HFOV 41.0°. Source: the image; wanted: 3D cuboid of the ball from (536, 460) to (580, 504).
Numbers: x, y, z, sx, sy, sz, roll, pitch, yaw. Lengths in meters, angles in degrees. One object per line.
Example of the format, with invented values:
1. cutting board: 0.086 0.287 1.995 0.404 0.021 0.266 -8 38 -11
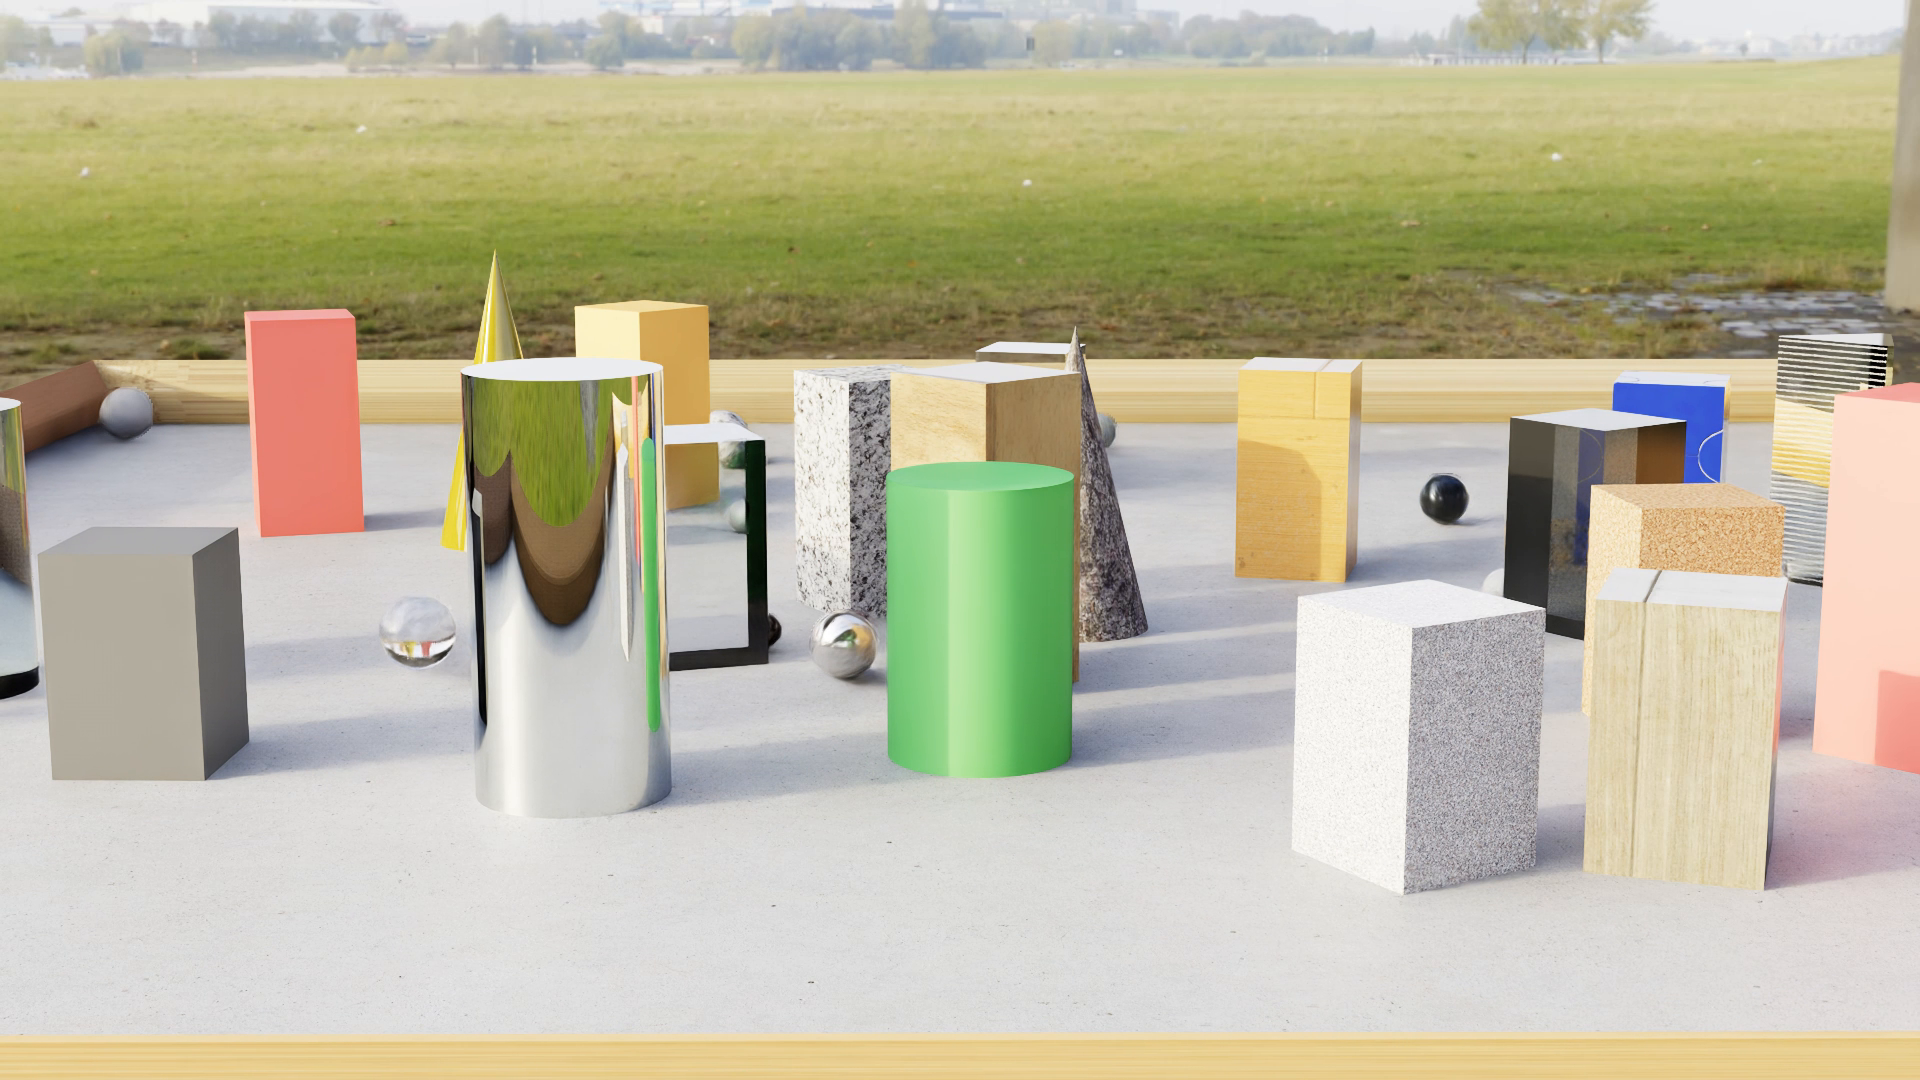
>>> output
1. ball: -0.674 -0.097 4.310 0.073 0.073 0.073 0 10 0

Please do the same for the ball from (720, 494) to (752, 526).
1. ball: -0.359 -0.048 4.099 0.053 0.053 0.053 0 10 0

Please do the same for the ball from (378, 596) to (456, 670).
1. ball: -0.660 0.113 3.123 0.092 0.092 0.092 0 10 0

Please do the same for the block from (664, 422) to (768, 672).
1. block: -0.336 0.007 3.183 0.158 0.279 0.158 -4 11 -19

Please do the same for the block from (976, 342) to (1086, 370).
1. block: 0.124 -0.214 4.473 0.158 0.243 0.158 3 11 15

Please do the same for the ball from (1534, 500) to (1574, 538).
1. ball: 0.925 -0.033 3.994 0.062 0.062 0.062 0 10 0

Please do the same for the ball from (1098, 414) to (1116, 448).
1. ball: 0.262 -0.207 4.907 0.072 0.072 0.072 0 10 0

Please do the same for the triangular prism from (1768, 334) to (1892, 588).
1. triangular prism: 1.270 -0.114 3.646 0.148 0.348 0.171 -9 14 -41

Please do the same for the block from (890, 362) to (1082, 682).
1. block: 0.031 -0.014 3.039 0.158 0.372 0.158 -10 14 -43

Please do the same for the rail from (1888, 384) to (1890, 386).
1. rail: 1.746 0.031 3.459 0.045 0.128 3.733 0 10 0

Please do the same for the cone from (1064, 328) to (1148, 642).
1. cone: 0.149 -0.081 3.337 0.198 0.396 0.198 0 10 0

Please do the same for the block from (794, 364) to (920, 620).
1. block: -0.117 -0.067 3.472 0.158 0.319 0.158 -6 12 -30

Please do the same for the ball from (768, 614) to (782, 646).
1. ball: -0.247 0.115 3.252 0.042 0.042 0.042 0 10 0

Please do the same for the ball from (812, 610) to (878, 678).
1. ball: -0.139 0.126 3.084 0.081 0.081 0.081 0 10 0

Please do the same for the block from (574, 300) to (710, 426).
1. block: -0.537 -0.235 4.360 0.158 0.325 0.158 9 14 40

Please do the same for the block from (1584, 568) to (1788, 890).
1. block: 0.671 0.170 2.369 0.158 0.255 0.158 4 11 20

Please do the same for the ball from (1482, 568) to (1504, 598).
1. ball: 0.732 0.069 3.440 0.062 0.062 0.062 0 10 0

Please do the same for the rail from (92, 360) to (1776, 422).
1. rail: -0.011 -0.302 5.261 3.540 0.128 0.045 0 10 0

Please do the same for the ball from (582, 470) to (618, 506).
1. ball: -0.603 -0.089 4.298 0.060 0.060 0.060 0 10 0

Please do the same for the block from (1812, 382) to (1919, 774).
1. block: 1.028 0.039 2.716 0.158 0.386 0.158 -9 14 -41

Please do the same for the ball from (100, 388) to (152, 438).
1. ball: -1.646 -0.250 5.064 0.099 0.099 0.099 0 10 0

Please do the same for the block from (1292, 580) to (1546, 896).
1. block: 0.421 0.177 2.365 0.158 0.243 0.158 -6 12 -31

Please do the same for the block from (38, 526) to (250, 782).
1. block: -0.856 0.117 2.701 0.158 0.237 0.158 0 10 1

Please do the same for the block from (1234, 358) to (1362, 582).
1. block: 0.492 -0.105 3.725 0.158 0.301 0.158 3 11 14

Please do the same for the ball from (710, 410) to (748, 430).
1. ball: -0.438 -0.191 4.744 0.099 0.099 0.099 0 10 0

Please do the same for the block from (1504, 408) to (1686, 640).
1. block: 0.828 -0.023 3.355 0.158 0.274 0.158 -7 13 -35

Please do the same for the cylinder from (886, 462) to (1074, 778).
1. cylinder: 0.021 0.080 2.724 0.198 0.301 0.198 0 10 0

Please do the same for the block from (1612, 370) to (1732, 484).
1. block: 1.063 -0.110 3.850 0.158 0.266 0.158 4 11 19

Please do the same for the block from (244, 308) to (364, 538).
1. block: -1.042 -0.189 4.075 0.158 0.338 0.158 -3 11 -18

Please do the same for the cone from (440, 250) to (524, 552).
1. cone: -0.706 -0.221 3.937 0.198 0.452 0.198 0 10 0

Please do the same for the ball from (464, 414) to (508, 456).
1. ball: -0.895 -0.199 4.844 0.079 0.079 0.079 0 10 0

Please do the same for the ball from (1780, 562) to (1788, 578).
1. ball: 1.083 0.052 3.486 0.080 0.080 0.080 0 10 0

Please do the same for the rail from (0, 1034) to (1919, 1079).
1. rail: 0.011 0.369 1.637 3.540 0.128 0.045 0 10 0

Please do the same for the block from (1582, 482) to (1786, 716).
1. block: 0.796 0.080 2.837 0.158 0.261 0.158 -1 11 -6

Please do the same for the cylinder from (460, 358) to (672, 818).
1. cylinder: -0.392 0.043 2.569 0.198 0.431 0.198 0 10 0

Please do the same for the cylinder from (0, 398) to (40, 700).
1. cylinder: -1.195 0.010 3.009 0.198 0.335 0.198 0 10 0

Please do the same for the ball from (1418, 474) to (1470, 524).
1. ball: 0.777 -0.066 4.122 0.079 0.079 0.079 0 10 0

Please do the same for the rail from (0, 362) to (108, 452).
1. rail: -1.746 0.035 3.439 0.045 0.128 3.733 0 10 0
